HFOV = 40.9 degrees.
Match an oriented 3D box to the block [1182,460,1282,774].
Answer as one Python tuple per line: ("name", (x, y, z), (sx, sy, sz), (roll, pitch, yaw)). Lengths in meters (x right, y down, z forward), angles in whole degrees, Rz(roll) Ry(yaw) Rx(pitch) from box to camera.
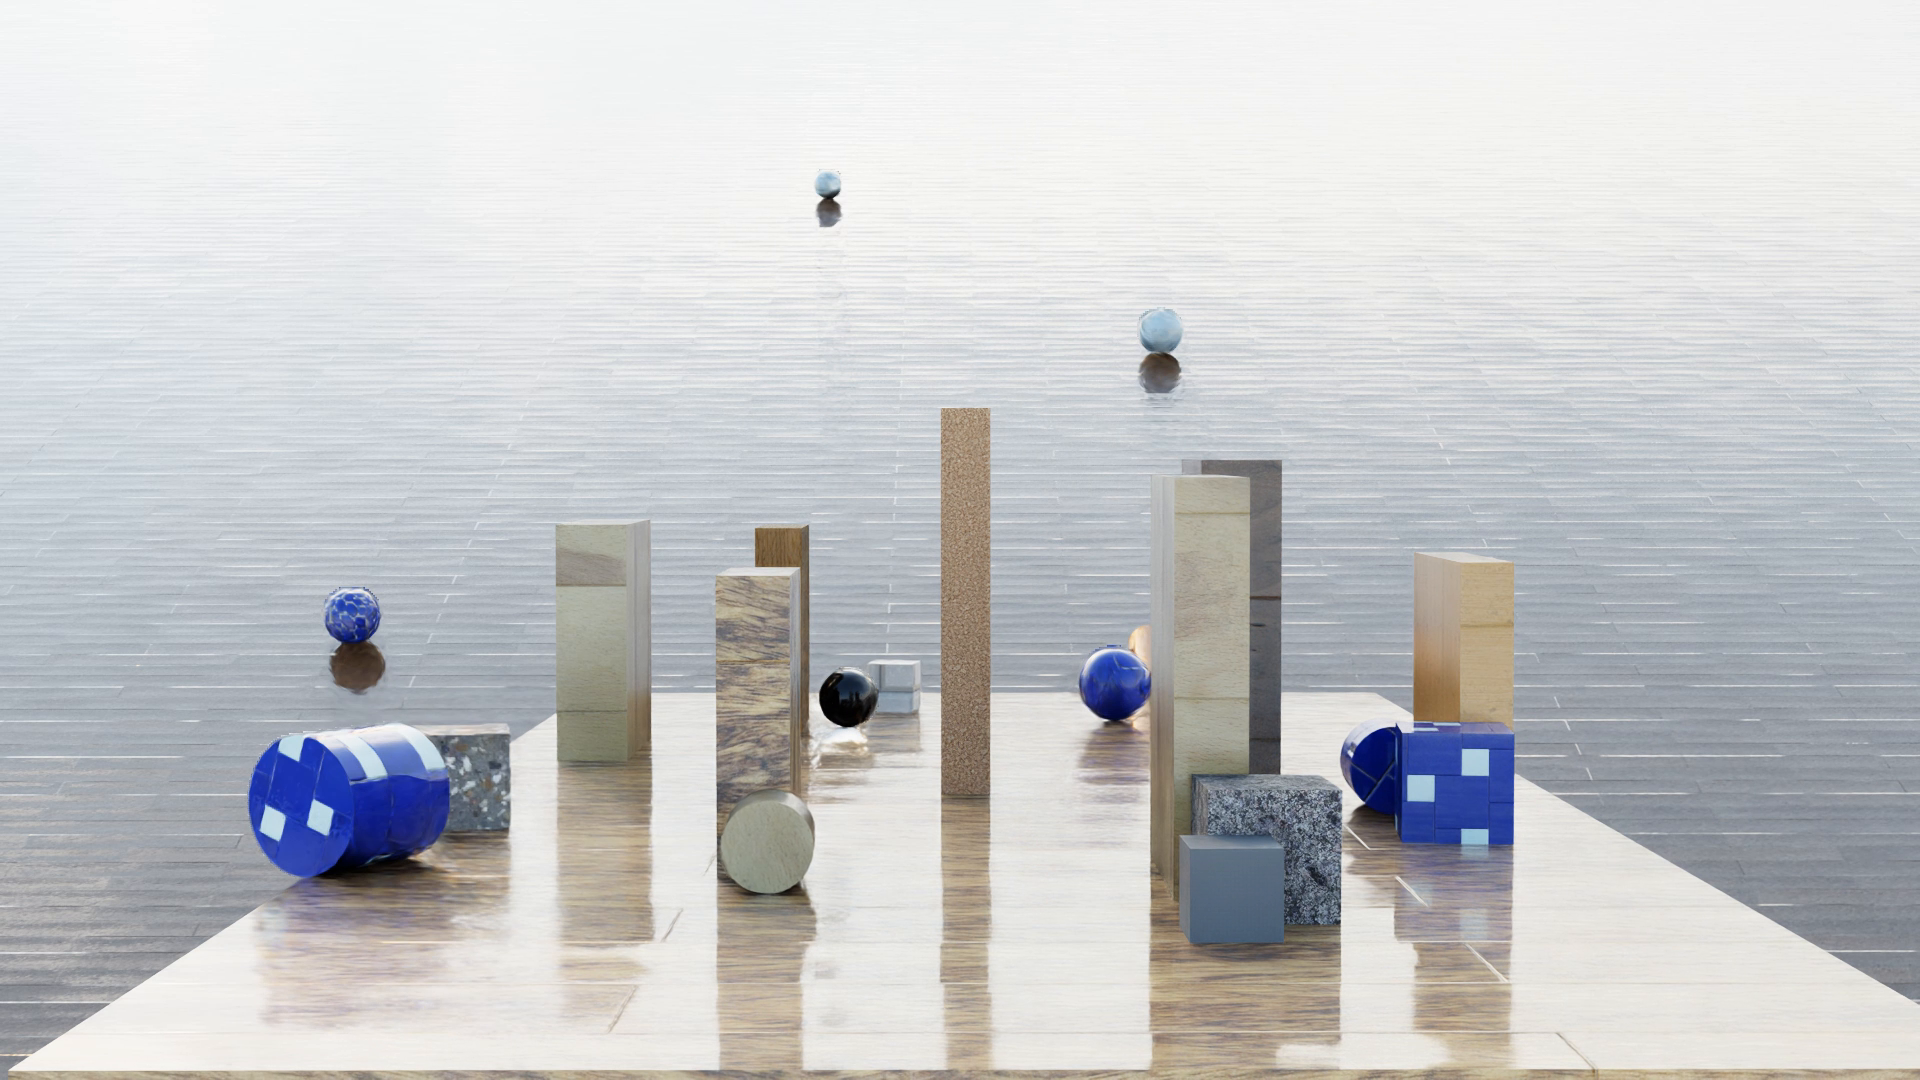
("block", (0.493, 0.152, 4.714), (0.141, 0.597, 0.392), (0, 2, 0))

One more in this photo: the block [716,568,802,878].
("block", (-0.297, 0.264, 3.818), (0.106, 0.435, 0.258), (0, 2, 0))

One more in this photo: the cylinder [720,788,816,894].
("cylinder", (-0.269, 0.423, 3.629), (0.129, 0.129, 0.129), (-1, 2, -2))

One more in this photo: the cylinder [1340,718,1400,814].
("cylinder", (0.734, 0.386, 4.416), (0.149, 0.149, 0.149), (1, 2, 2))

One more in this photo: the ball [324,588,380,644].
("ball", (-1.649, 0.207, 6.987), (0.151, 0.151, 0.151), (0, 24, 0))

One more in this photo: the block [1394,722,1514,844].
("block", (0.785, 0.384, 4.102), (0.173, 0.173, 0.173), (0, 2, 6))

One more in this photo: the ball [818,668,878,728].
("ball", (-0.249, 0.351, 5.729), (0.130, 0.130, 0.130), (0, 24, 0))

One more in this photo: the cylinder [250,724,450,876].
("cylinder", (-0.896, 0.380, 3.789), (0.204, 0.204, 0.204), (14, 8, 29))

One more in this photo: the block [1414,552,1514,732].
("block", (0.854, 0.245, 4.394), (0.087, 0.432, 0.424), (0, 2, 0))

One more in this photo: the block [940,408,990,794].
("block", (0.010, 0.105, 4.734), (0.088, 0.689, 0.287), (0, 2, 0))

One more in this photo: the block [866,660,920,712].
("block", (-0.158, 0.347, 6.143), (0.110, 0.110, 0.110), (0, 2, 8))

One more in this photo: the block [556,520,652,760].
("block", (-0.730, 0.197, 5.306), (0.140, 0.468, 0.411), (0, 2, 0))

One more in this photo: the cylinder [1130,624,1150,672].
("cylinder", (0.516, 0.326, 6.657), (0.158, 0.158, 0.158), (1, 48, 3))

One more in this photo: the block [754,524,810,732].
("block", (-0.398, 0.192, 5.788), (0.102, 0.445, 0.292), (0, 2, 0))

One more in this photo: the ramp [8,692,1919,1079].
("ramp", (0.056, 0.506, 4.550), (2.000, 0.100, 4.000), (0, 2, 0))

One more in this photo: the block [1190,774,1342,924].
("block", (0.403, 0.407, 3.412), (0.174, 0.174, 0.174), (0, 1, -2))

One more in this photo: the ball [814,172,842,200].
("ball", (-0.551, -1.479, 10.740), (0.117, 0.117, 0.117), (0, 24, 0))

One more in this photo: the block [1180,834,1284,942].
("block", (0.343, 0.441, 3.265), (0.117, 0.117, 0.117), (0, 2, -2))

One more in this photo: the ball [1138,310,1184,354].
("ball", (0.705, -0.729, 9.043), (0.155, 0.155, 0.155), (0, 24, 0))

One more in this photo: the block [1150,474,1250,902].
("block", (0.341, 0.196, 3.705), (0.102, 0.576, 0.424), (0, 2, 0))

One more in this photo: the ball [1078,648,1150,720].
("ball", (0.352, 0.328, 5.864), (0.166, 0.166, 0.166), (0, 24, 0))

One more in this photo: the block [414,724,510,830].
("block", (-0.822, 0.390, 4.249), (0.154, 0.154, 0.154), (0, 2, -11))
